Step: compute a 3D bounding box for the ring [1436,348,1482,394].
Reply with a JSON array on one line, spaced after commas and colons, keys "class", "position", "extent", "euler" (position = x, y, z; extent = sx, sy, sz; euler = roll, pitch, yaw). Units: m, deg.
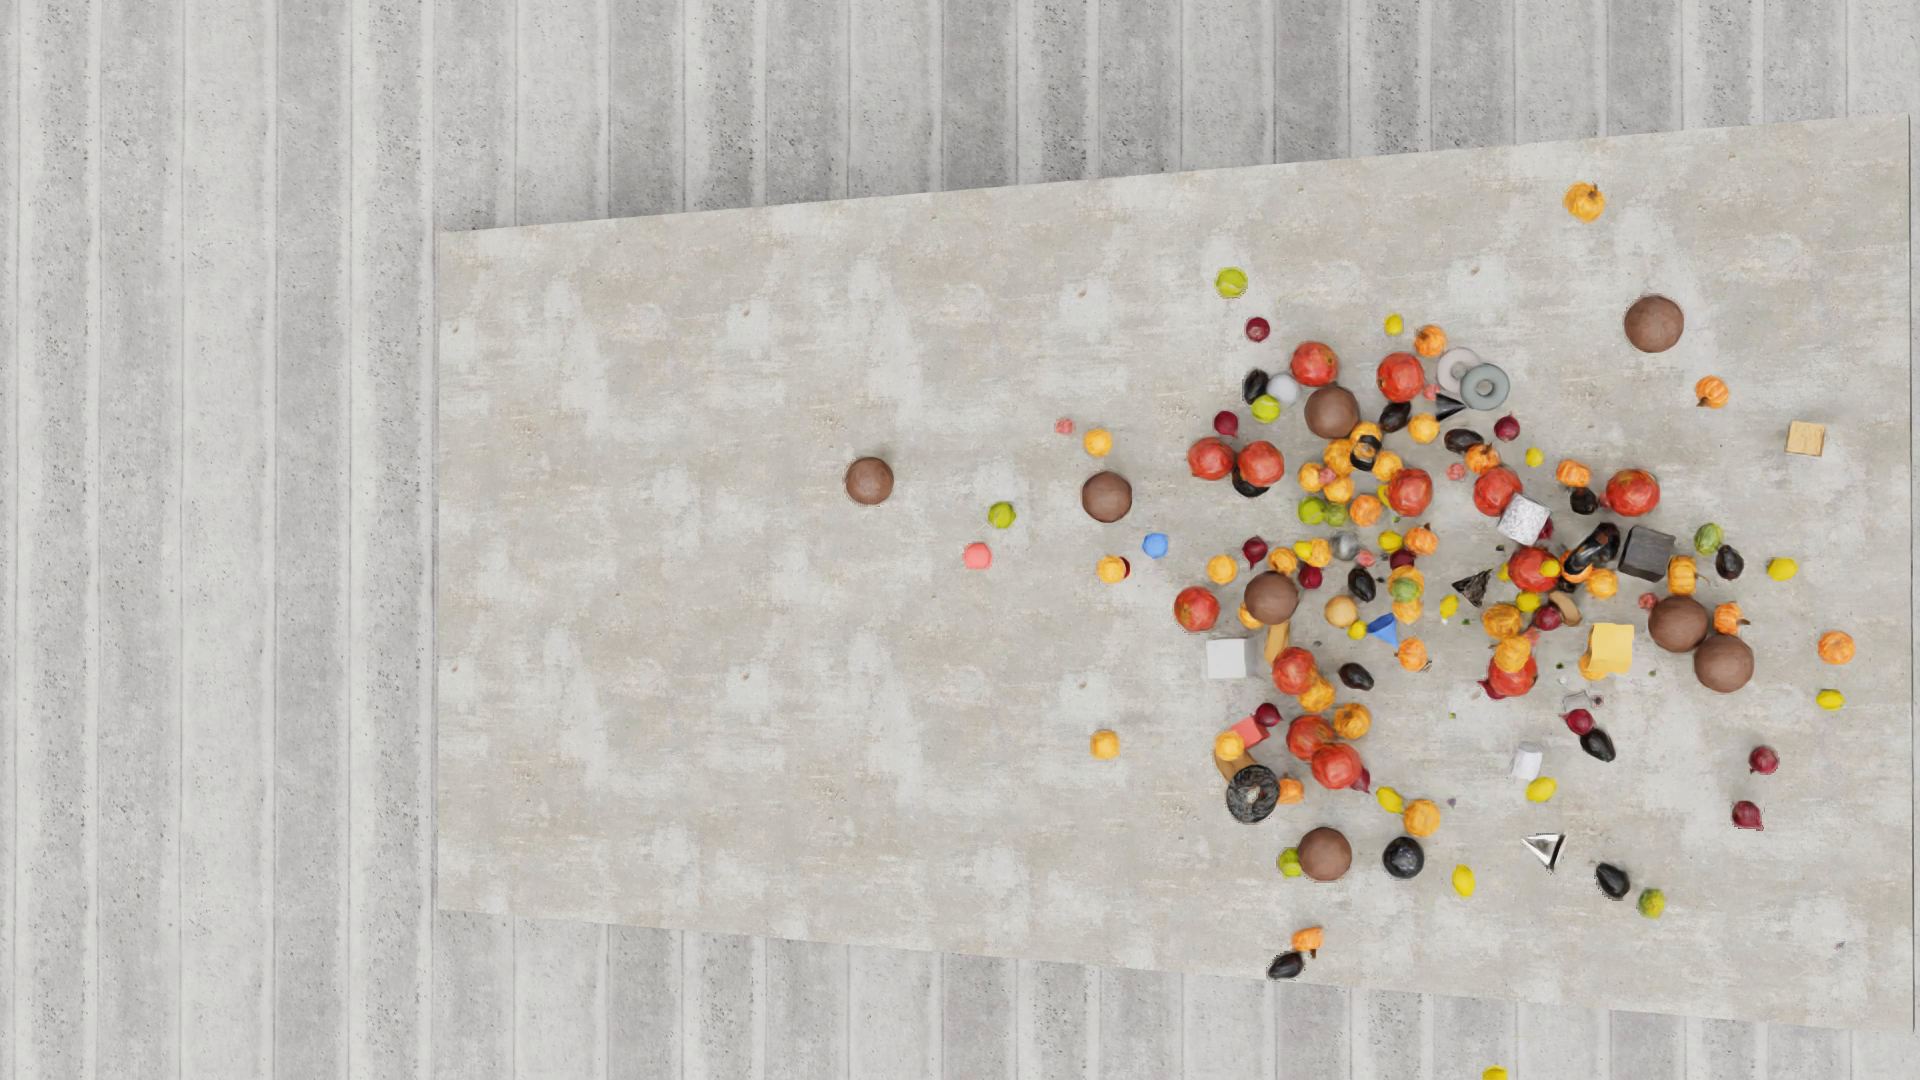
[{"class": "ring", "position": [1.175, -0.399, 5.177], "extent": [0.112, 0.037, 0.112], "euler": [0, 91, 27]}]

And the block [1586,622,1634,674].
[{"class": "block", "position": [1.461, 0.244, 4.944], "extent": [0.087, 0.087, 0.087], "euler": [6, 70, 10]}]

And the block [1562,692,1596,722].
[{"class": "block", "position": [1.411, 0.381, 5.020], "extent": [0.056, 0.056, 0.056], "euler": [-20, 78, 16]}]

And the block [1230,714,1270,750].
[{"class": "block", "position": [0.709, 0.470, 5.379], "extent": [0.062, 0.062, 0.062], "euler": [-34, 75, 22]}]

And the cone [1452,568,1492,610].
[{"class": "cone", "position": [1.200, 0.099, 5.087], "extent": [0.090, 0.090, 0.090], "euler": [42, 97, 0]}]

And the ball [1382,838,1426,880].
[{"class": "ball", "position": [1.047, 0.752, 5.191], "extent": [0.099, 0.099, 0.099], "euler": [0, 89, 0]}]

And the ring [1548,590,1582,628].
[{"class": "ring", "position": [1.385, 0.158, 5.040], "extent": [0.033, 0.098, 0.098], "euler": [-36, 89, -3]}]

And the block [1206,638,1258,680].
[{"class": "block", "position": [0.666, 0.289, 5.383], "extent": [0.095, 0.095, 0.095], "euler": [-5, 87, 26]}]

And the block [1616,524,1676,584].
[{"class": "block", "position": [1.539, 0.031, 4.932], "extent": [0.093, 0.093, 0.093], "euler": [17, 82, 11]}]

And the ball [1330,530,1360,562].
[{"class": "ball", "position": [0.923, 0.014, 5.272], "extent": [0.075, 0.075, 0.075], "euler": [0, 89, 0]}]

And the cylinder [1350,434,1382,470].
[{"class": "cylinder", "position": [0.941, -0.203, 5.102], "extent": [0.060, 0.060, 0.060], "euler": [33, 50, 0]}]

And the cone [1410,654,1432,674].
[{"class": "cone", "position": [1.078, 0.299, 5.179], "extent": [0.051, 0.051, 0.051], "euler": [2, 68, -4]}]

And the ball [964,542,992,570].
[{"class": "ball", "position": [0.048, 0.042, 5.699], "extent": [0.070, 0.070, 0.070], "euler": [0, 89, 0]}]

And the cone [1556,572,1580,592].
[{"class": "cone", "position": [1.392, 0.107, 5.048], "extent": [0.053, 0.053, 0.053], "euler": [9, 115, 21]}]

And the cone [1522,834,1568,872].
[{"class": "cone", "position": [1.331, 0.700, 5.046], "extent": [0.095, 0.095, 0.095], "euler": [20, 89, 22]}]

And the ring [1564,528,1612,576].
[{"class": "ring", "position": [1.403, 0.027, 4.918], "extent": [0.131, 0.131, 0.044], "euler": [-45, 80, 0]}]

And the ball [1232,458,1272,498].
[{"class": "ball", "position": [0.712, -0.150, 5.365], "extent": [0.096, 0.096, 0.096], "euler": [0, 89, 0]}]

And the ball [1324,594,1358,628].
[{"class": "ball", "position": [0.914, 0.171, 5.272], "extent": [0.081, 0.081, 0.081], "euler": [0, 89, 0]}]

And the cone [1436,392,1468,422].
[{"class": "cone", "position": [1.156, -0.313, 5.154], "extent": [0.072, 0.072, 0.072], "euler": [-1, 89, 22]}]

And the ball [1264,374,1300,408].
[{"class": "ball", "position": [0.783, -0.362, 5.339], "extent": [0.085, 0.085, 0.085], "euler": [0, 89, 0]}]

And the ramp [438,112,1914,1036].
[{"class": "ramp", "position": [0.281, 0.081, 5.680], "extent": [4.000, 0.100, 2.000], "euler": [0, 89, 26]}]

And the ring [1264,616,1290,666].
[{"class": "ring", "position": [0.767, 0.246, 5.315], "extent": [0.042, 0.125, 0.125], "euler": [11, 89, 16]}]

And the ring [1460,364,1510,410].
[{"class": "ring", "position": [1.225, -0.356, 5.131], "extent": [0.115, 0.038, 0.115], "euler": [1, 113, 1]}]

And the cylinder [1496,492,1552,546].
[{"class": "cylinder", "position": [1.287, -0.047, 5.024], "extent": [0.094, 0.094, 0.094], "euler": [26, 101, 0]}]

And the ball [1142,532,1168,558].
[{"class": "ball", "position": [0.484, 0.013, 5.431], "extent": [0.065, 0.065, 0.065], "euler": [0, 89, 0]}]

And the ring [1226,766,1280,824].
[{"class": "ring", "position": [0.697, 0.605, 5.233], "extent": [0.143, 0.048, 0.143], "euler": [-6, 104, -26]}]

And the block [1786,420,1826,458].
[{"class": "block", "position": [1.859, -0.222, 4.827], "extent": [0.067, 0.067, 0.067], "euler": [11, 94, 26]}]

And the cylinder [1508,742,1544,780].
[{"class": "cylinder", "position": [1.298, 0.506, 5.041], "extent": [0.066, 0.066, 0.066], "euler": [9, 107, 0]}]

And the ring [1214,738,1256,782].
[{"class": "ring", "position": [0.673, 0.547, 5.356], "extent": [0.049, 0.146, 0.146], "euler": [-33, 89, -19]}]
